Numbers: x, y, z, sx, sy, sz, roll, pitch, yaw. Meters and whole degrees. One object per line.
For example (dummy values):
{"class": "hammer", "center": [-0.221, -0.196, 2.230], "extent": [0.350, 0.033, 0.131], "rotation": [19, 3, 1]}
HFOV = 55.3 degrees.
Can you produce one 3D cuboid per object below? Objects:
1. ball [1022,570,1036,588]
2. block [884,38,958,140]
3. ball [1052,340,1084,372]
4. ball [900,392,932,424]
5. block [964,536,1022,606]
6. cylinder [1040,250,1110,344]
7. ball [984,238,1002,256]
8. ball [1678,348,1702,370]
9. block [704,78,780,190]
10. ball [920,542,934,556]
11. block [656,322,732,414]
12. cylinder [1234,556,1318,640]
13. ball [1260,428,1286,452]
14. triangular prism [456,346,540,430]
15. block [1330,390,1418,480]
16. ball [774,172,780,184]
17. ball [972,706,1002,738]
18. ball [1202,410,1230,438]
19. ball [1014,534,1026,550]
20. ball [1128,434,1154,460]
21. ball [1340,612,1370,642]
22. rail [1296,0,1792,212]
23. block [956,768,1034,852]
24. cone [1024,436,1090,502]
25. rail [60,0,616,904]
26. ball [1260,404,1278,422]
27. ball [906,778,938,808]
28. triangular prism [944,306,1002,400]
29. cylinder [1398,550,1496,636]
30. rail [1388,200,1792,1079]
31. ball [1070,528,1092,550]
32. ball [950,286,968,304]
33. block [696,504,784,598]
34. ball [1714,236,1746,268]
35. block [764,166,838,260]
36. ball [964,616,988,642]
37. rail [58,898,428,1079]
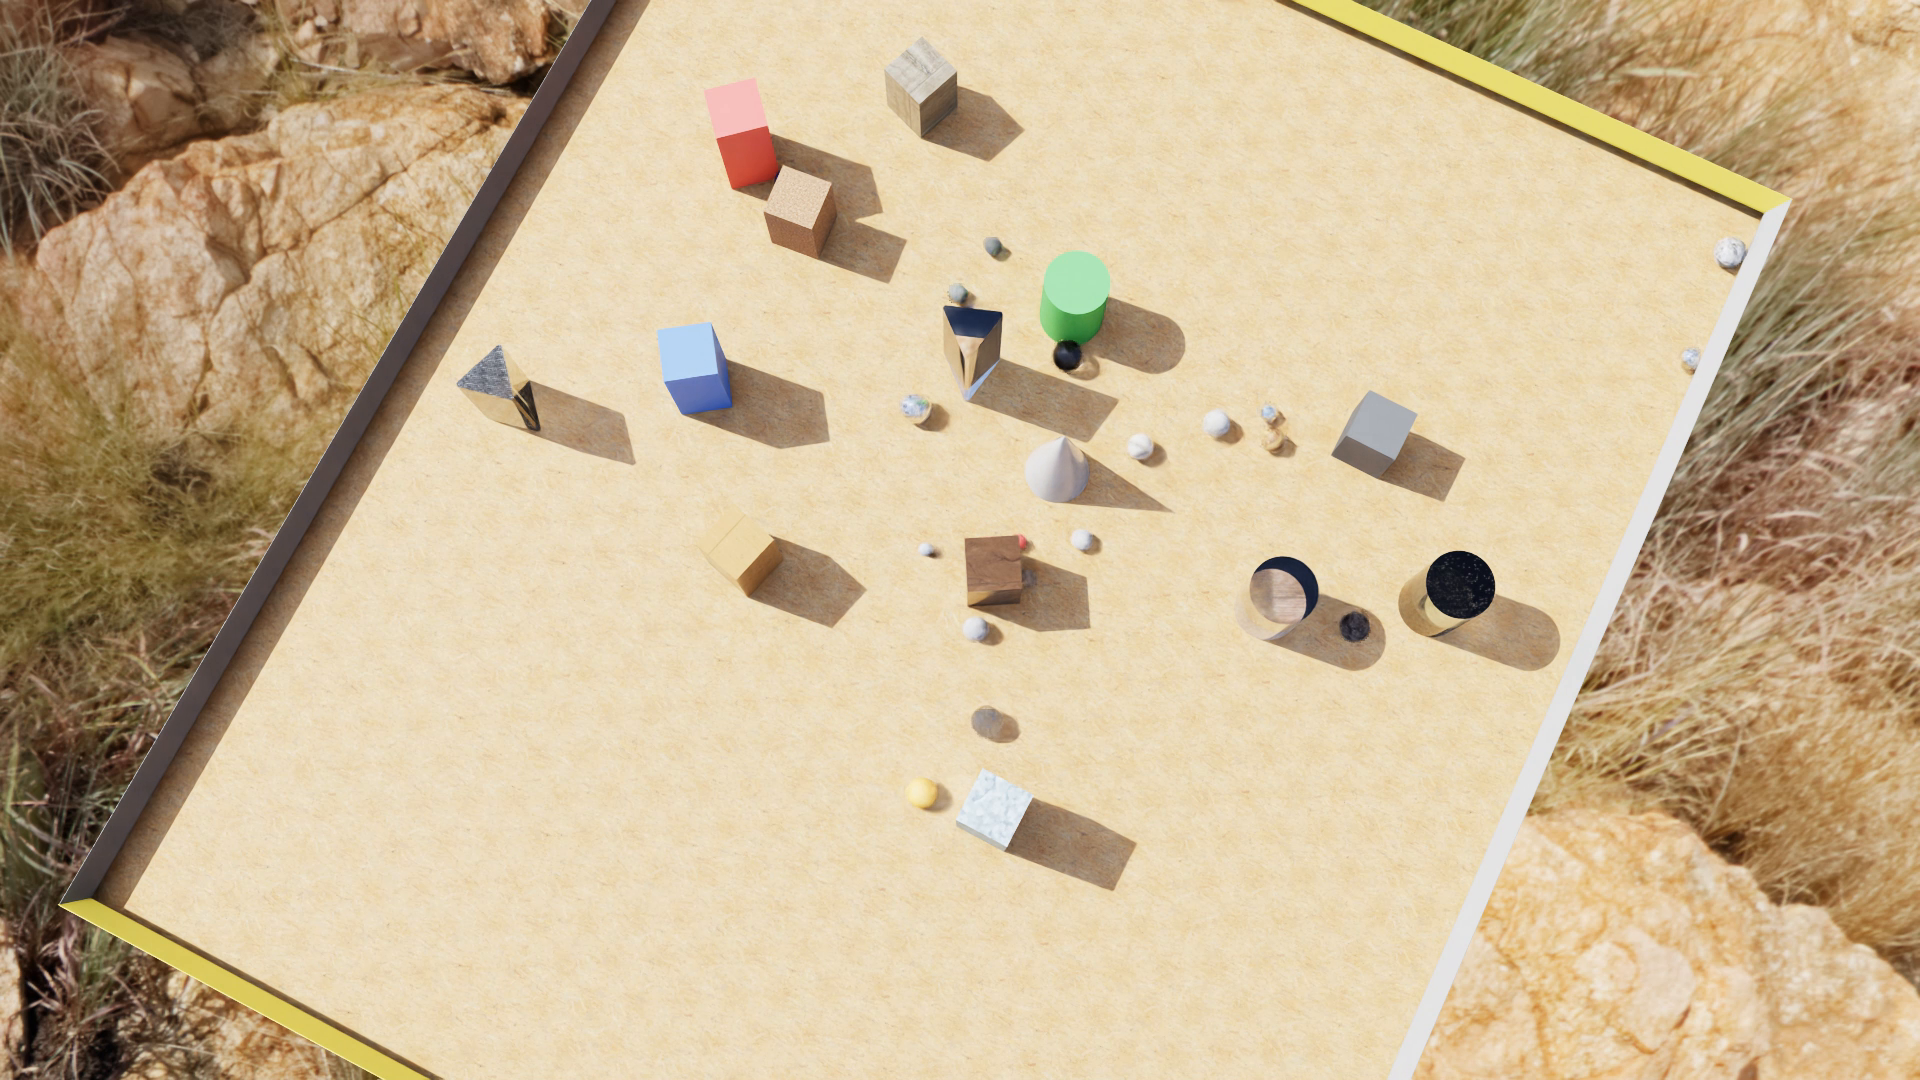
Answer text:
{"class": "ball", "center": [0.206, 0.117, 5.565], "extent": [0.054, 0.054, 0.054], "rotation": [0, 78, 0]}
{"class": "block", "center": [-0.121, -1.424, 5.780], "extent": [0.160, 0.258, 0.160], "rotation": [-43, 81, -8]}
{"class": "ball", "center": [0.335, -0.571, 5.685], "extent": [0.098, 0.098, 0.098], "rotation": [0, 78, 0]}
{"class": "ball", "center": [-0.136, -0.408, 5.652], "extent": [0.096, 0.096, 0.096], "rotation": [0, 78, 0]}
{"class": "block", "center": [0.097, 0.094, 5.467], "extent": [0.160, 0.255, 0.160], "rotation": [-3, 78, -1]}
{"class": "cylinder", "center": [0.350, -0.738, 5.614], "extent": [0.200, 0.305, 0.200], "rotation": [0, 78, 0]}
{"class": "ball", "center": [0.105, -0.924, 5.780], "extent": [0.054, 0.054, 0.054], "rotation": [0, 78, 0]}
{"class": "ball", "center": [2.270, -0.562, 5.698], "extent": [0.069, 0.069, 0.069], "rotation": [0, 78, 0]}
{"class": "block", "center": [-0.672, -1.254, 5.677], "extent": [0.160, 0.391, 0.160], "rotation": [-15, 79, -3]}
{"class": "ball", "center": [-0.102, 0.028, 5.589], "extent": [0.043, 0.043, 0.043], "rotation": [0, 78, 0]}
{"class": "block", "center": [-0.798, -0.515, 5.539], "extent": [0.160, 0.360, 0.160], "rotation": [-9, 78, -2]}
{"class": "cylinder", "center": [0.933, 0.175, 5.424], "extent": [0.200, 0.306, 0.200], "rotation": [0, 78, 0]}
{"class": "ball", "center": [0.964, -0.308, 5.642], "extent": [0.075, 0.075, 0.075], "rotation": [0, 78, 0]}
{"class": "triangular prism", "center": [-1.368, -0.467, 5.533], "extent": [0.173, 0.353, 0.150], "rotation": [15, 79, 3]}
{"class": "block", "center": [1.254, -0.318, 5.560], "extent": [0.160, 0.240, 0.160], "rotation": [28, 80, 5]}
{"class": "ball", "center": [-0.548, -1.136, 5.810], "extent": [0.082, 0.082, 0.082], "rotation": [0, 78, 0]}
{"class": "ball", "center": [0.080, 0.540, 5.457], "extent": [0.094, 0.094, 0.094], "rotation": [0, 78, 0]}
{"class": "ball", "center": [0.790, -0.359, 5.648], "extent": [0.085, 0.085, 0.085], "rotation": [0, 78, 0]}
{"class": "ball", "center": [0.178, 0.006, 5.590], "extent": [0.049, 0.049, 0.049], "rotation": [0, 78, 0]}
{"class": "ball", "center": [0.555, -0.286, 5.635], "extent": [0.081, 0.081, 0.081], "rotation": [0, 78, 0]}
{"class": "ball", "center": [1.188, 0.261, 5.518], "extent": [0.088, 0.088, 0.088], "rotation": [0, 78, 0]}
{"class": "rail", "center": [0.939, -1.832, 5.929], "extent": [3.672, 0.130, 0.045], "rotation": [26, 80, 5]}
{"class": "block", "center": [0.096, 0.779, 5.261], "extent": [0.160, 0.380, 0.160], "rotation": [27, 80, 5]}
{"class": "cone", "center": [0.300, -0.255, 5.450], "extent": [0.200, 0.430, 0.200], "rotation": [0, 78, 0]}
{"class": "rail", "center": [-1.621, -0.787, 5.712], "extent": [0.045, 0.130, 4.247], "rotation": [26, 80, 5]}
{"class": "ball", "center": [0.953, -0.392, 5.669], "extent": [0.056, 0.056, 0.056], "rotation": [0, 78, 0]}
{"class": "ball", "center": [-0.114, 0.747, 5.415], "extent": [0.092, 0.092, 0.092], "rotation": [0, 78, 0]}
{"class": "triangular prism", "center": [0.012, -0.589, 5.515], "extent": [0.150, 0.438, 0.173], "rotation": [36, 81, 7]}
{"class": "cylinder", "center": [1.433, 0.162, 5.410], "extent": [0.200, 0.339, 0.200], "rotation": [0, 78, 0]}
{"class": "rail", "center": [1.621, 0.801, 5.384], "extent": [0.045, 0.130, 4.247], "rotation": [26, 80, 5]}
{"class": "ball", "center": [0.370, -0.002, 5.583], "extent": [0.067, 0.067, 0.067], "rotation": [0, 78, 0]}
{"class": "ball", "center": [-0.003, -0.771, 5.747], "extent": [0.057, 0.057, 0.057], "rotation": [0, 78, 0]}
{"class": "block", "center": [-0.652, 0.036, 5.454], "extent": [0.160, 0.304, 0.160], "rotation": [41, 81, 8]}
{"class": "ball", "center": [2.418, -0.905, 5.755], "extent": [0.096, 0.096, 0.096], "rotation": [0, 78, 0]}
{"class": "block", "center": [-0.494, -1.014, 5.691], "extent": [0.160, 0.265, 0.160], "rotation": [21, 79, 4]}
{"class": "ball", "center": [0.049, 0.267, 5.523], "extent": [0.076, 0.076, 0.076], "rotation": [0, 78, 0]}
{"class": "rail", "center": [-0.939, 1.846, 5.167], "extent": [3.672, 0.130, 0.045], "rotation": [26, 80, 5]}
